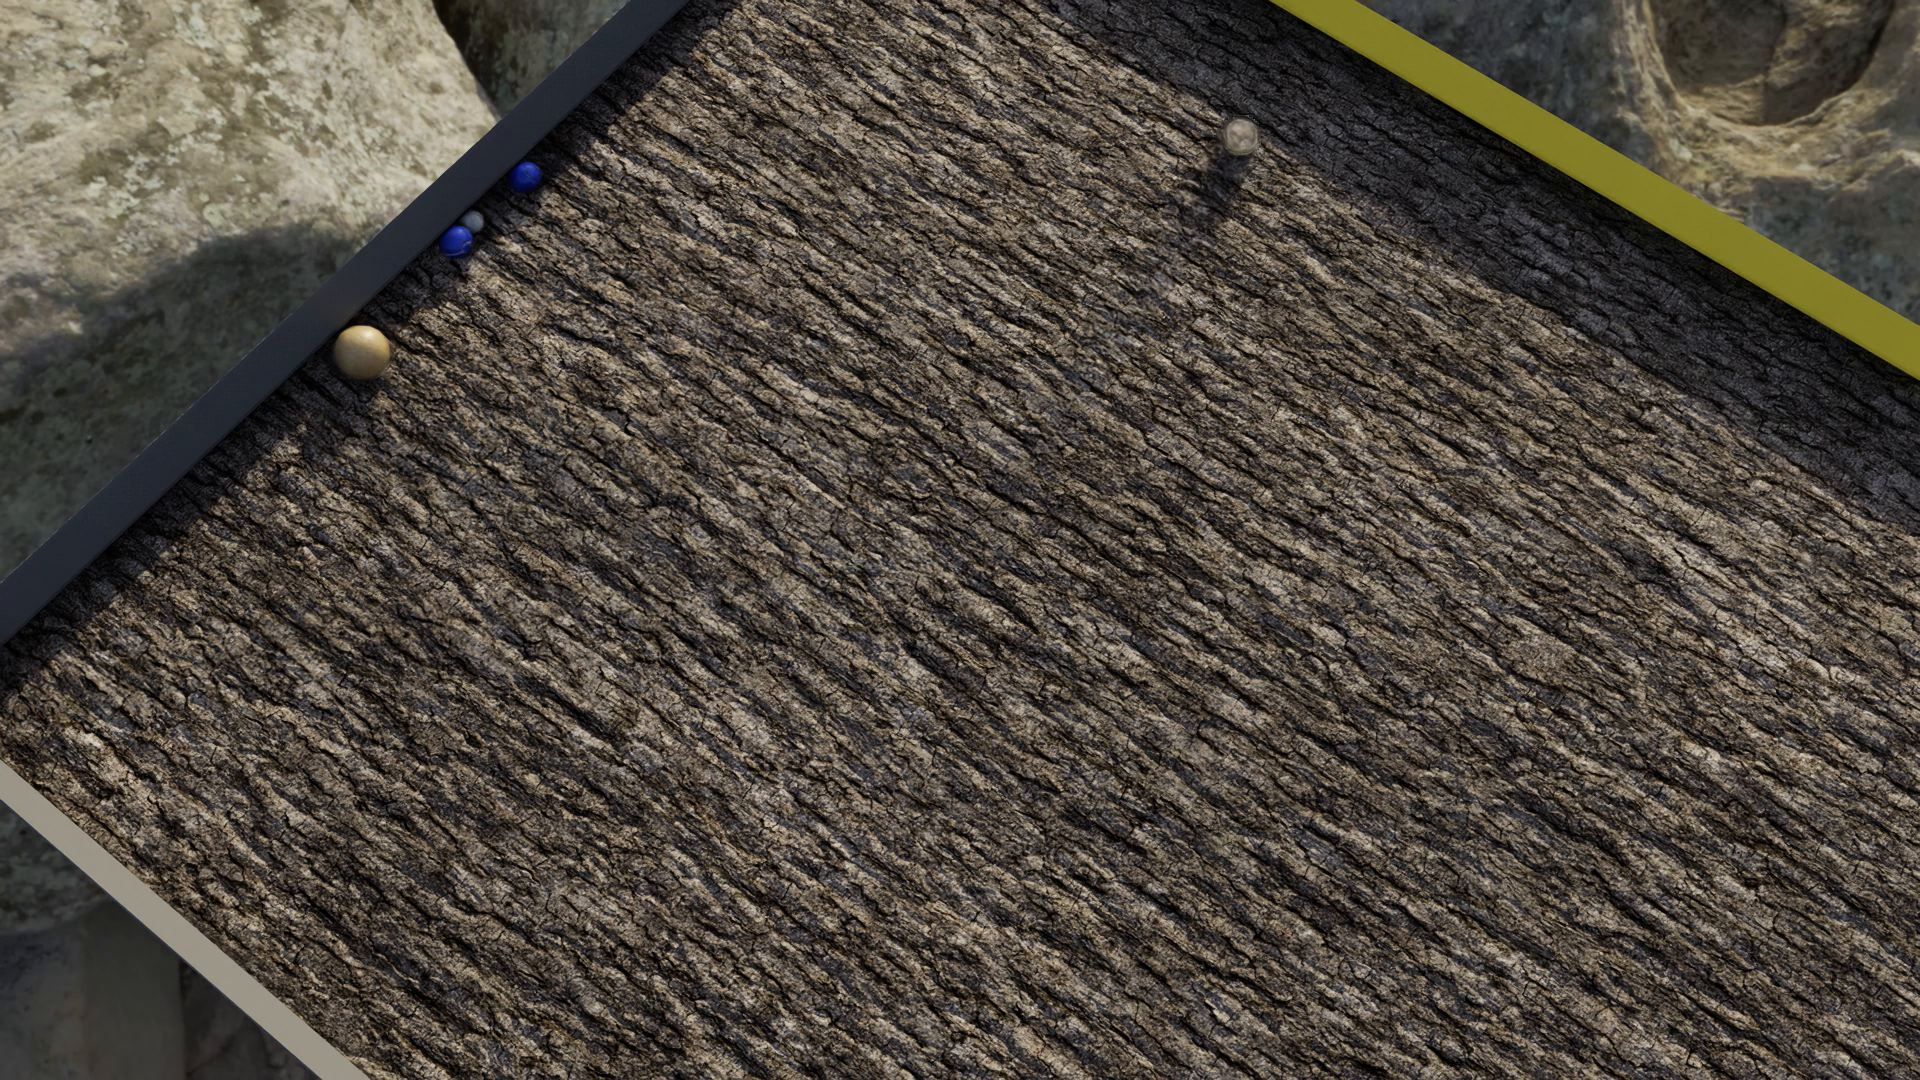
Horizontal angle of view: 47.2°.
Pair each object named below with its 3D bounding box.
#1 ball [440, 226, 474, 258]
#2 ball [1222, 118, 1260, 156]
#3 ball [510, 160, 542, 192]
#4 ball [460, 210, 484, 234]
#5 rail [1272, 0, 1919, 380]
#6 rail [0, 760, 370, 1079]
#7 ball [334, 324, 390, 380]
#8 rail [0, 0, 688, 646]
[{"bbox_3d":[-0.889,-0.527,3.885,0.058,0.058,0.058,0,63,0],"label":"ball"},{"bbox_3d":[0.508,-0.730,3.980,0.069,0.069,0.069,0,63,0],"label":"ball"},{"bbox_3d":[-0.781,-0.654,3.949,0.056,0.056,0.056,0,63,0],"label":"ball"},{"bbox_3d":[-0.868,-0.565,3.912,0.044,0.044,0.044,0,63,0],"label":"ball"},{"bbox_3d":[1.656,-0.277,3.723,4.497,0.122,0.045,35,69,16],"label":"rail"},{"bbox_3d":[0.116,1.488,2.842,4.497,0.122,0.045,35,69,16],"label":"rail"},{"bbox_3d":[-1.023,-0.322,3.762,0.094,0.094,0.094,0,63,0],"label":"ball"},{"bbox_3d":[-0.867,-0.620,3.894,0.045,0.122,2.550,35,69,16],"label":"rail"}]
